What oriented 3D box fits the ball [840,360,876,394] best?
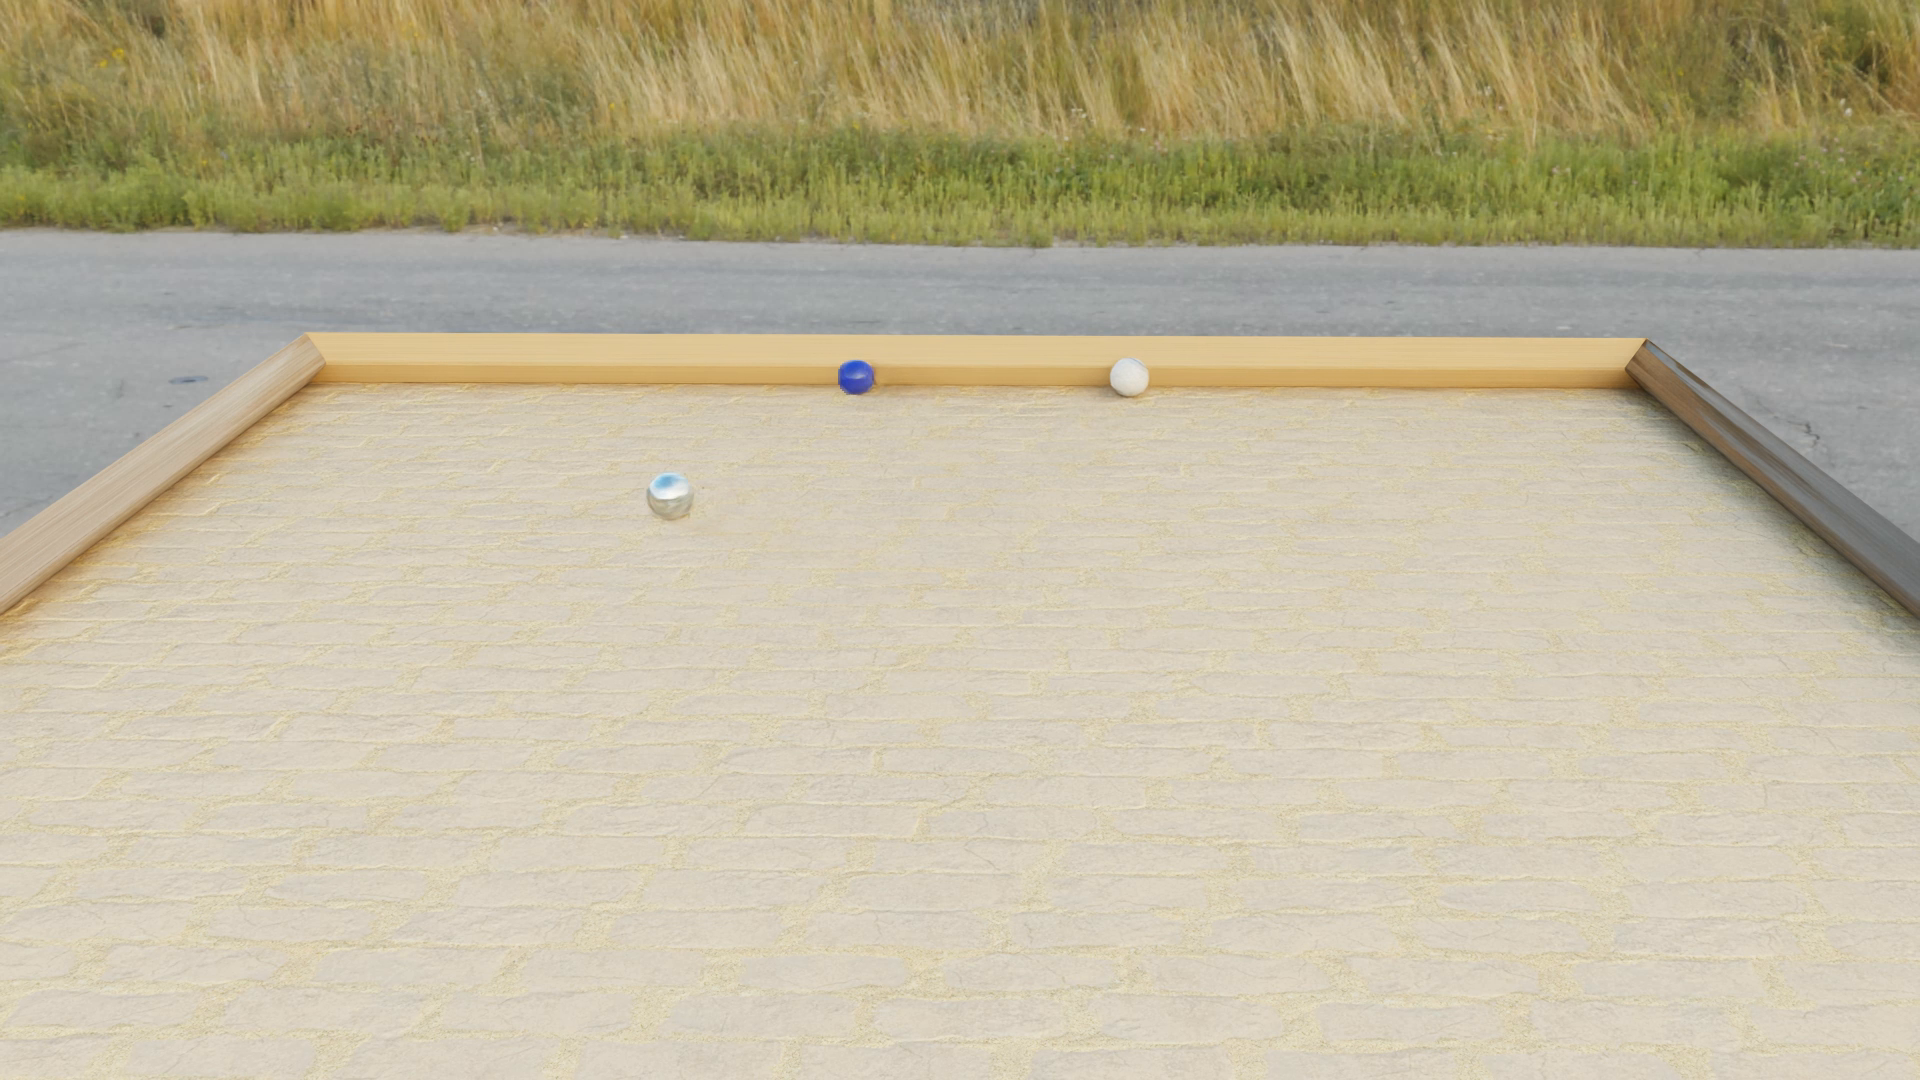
[{"bbox_3d":[-0.169,-0.268,3.620,0.058,0.058,0.058,0,17,0],"label":"ball"}]

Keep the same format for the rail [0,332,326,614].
[{"bbox_3d":[-1.117,0.274,1.827,0.045,0.084,3.931,0,17,1],"label":"rail"}]

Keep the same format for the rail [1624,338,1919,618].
[{"bbox_3d":[1.076,0.288,1.784,0.045,0.084,3.931,0,17,1],"label":"rail"}]

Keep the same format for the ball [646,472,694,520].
[{"bbox_3d":[-0.388,-0.059,2.939,0.063,0.063,0.063,0,17,0],"label":"ball"}]

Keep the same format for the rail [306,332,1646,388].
[{"bbox_3d":[0.020,-0.295,3.660,2.241,0.084,0.045,0,17,1],"label":"rail"}]

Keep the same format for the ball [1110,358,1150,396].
[{"bbox_3d":[0.278,-0.267,3.606,0.064,0.064,0.064,0,17,0],"label":"ball"}]
